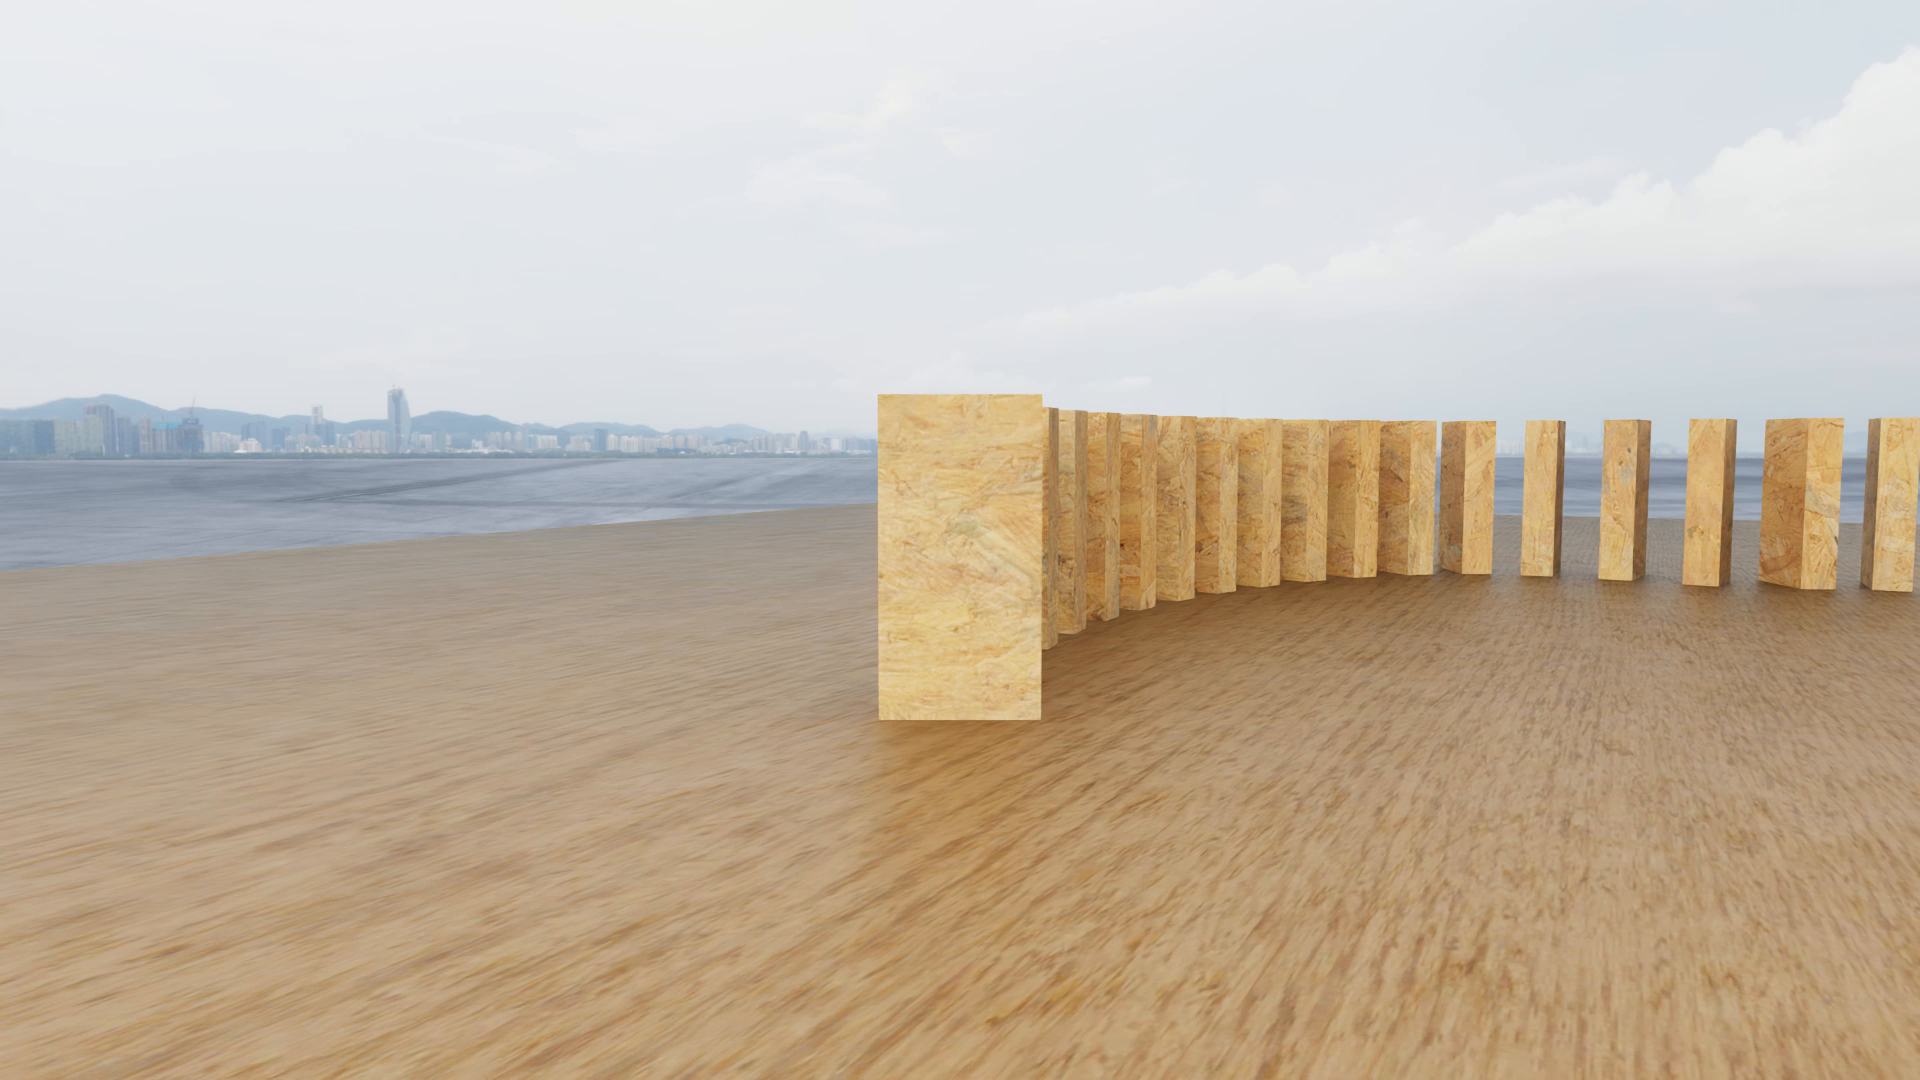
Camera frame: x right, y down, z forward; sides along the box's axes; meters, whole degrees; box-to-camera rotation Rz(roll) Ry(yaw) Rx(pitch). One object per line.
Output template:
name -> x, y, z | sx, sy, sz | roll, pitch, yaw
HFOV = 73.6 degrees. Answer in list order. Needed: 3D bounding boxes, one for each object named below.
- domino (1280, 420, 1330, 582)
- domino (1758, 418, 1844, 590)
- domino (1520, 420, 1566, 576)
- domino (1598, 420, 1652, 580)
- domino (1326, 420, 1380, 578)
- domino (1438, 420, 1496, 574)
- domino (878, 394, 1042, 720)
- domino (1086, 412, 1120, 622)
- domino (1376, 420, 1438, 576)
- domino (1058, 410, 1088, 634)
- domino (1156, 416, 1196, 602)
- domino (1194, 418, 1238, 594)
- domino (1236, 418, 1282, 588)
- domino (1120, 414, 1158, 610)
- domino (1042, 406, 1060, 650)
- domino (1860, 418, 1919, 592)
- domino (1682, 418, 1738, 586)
domino -> 0.103, -0.013, 0.407 | 0.009, 0.050, 0.025 | -3, 5, -35
domino -> 0.253, -0.011, 0.386 | 0.009, 0.050, 0.025 | 1, 4, 7
domino -> 0.193, -0.014, 0.423 | 0.010, 0.050, 0.025 | 3, 5, 30
domino -> 0.213, -0.013, 0.410 | 0.009, 0.050, 0.025 | 3, 5, 36
domino -> 0.124, -0.014, 0.419 | 0.010, 0.050, 0.025 | -2, 5, -26
domino -> 0.170, -0.015, 0.431 | 0.009, 0.050, 0.025 | 0, 4, 3
domino -> 0.000, 0.002, 0.201 | 0.025, 0.050, 0.010 | 0, 4, 0
domino -> 0.026, -0.006, 0.316 | 0.025, 0.050, 0.009 | 2, 5, 28
domino -> 0.146, -0.015, 0.428 | 0.009, 0.050, 0.025 | -1, 4, -16
domino -> 0.016, -0.005, 0.295 | 0.025, 0.050, 0.009 | 2, 5, 22
domino -> 0.052, -0.009, 0.357 | 0.025, 0.050, 0.009 | 3, 5, 38
domino -> 0.068, -0.011, 0.375 | 0.025, 0.050, 0.009 | 4, 6, 43
domino -> 0.085, -0.012, 0.392 | 0.010, 0.050, 0.025 | -4, 6, -42
domino -> 0.038, -0.008, 0.337 | 0.025, 0.050, 0.010 | 3, 5, 33
domino -> 0.008, -0.003, 0.272 | 0.025, 0.050, 0.009 | 1, 4, 17
domino -> 0.276, -0.011, 0.381 | 0.009, 0.050, 0.025 | 2, 5, 28
domino -> 0.231, -0.012, 0.394 | 0.009, 0.050, 0.025 | 3, 5, 38
